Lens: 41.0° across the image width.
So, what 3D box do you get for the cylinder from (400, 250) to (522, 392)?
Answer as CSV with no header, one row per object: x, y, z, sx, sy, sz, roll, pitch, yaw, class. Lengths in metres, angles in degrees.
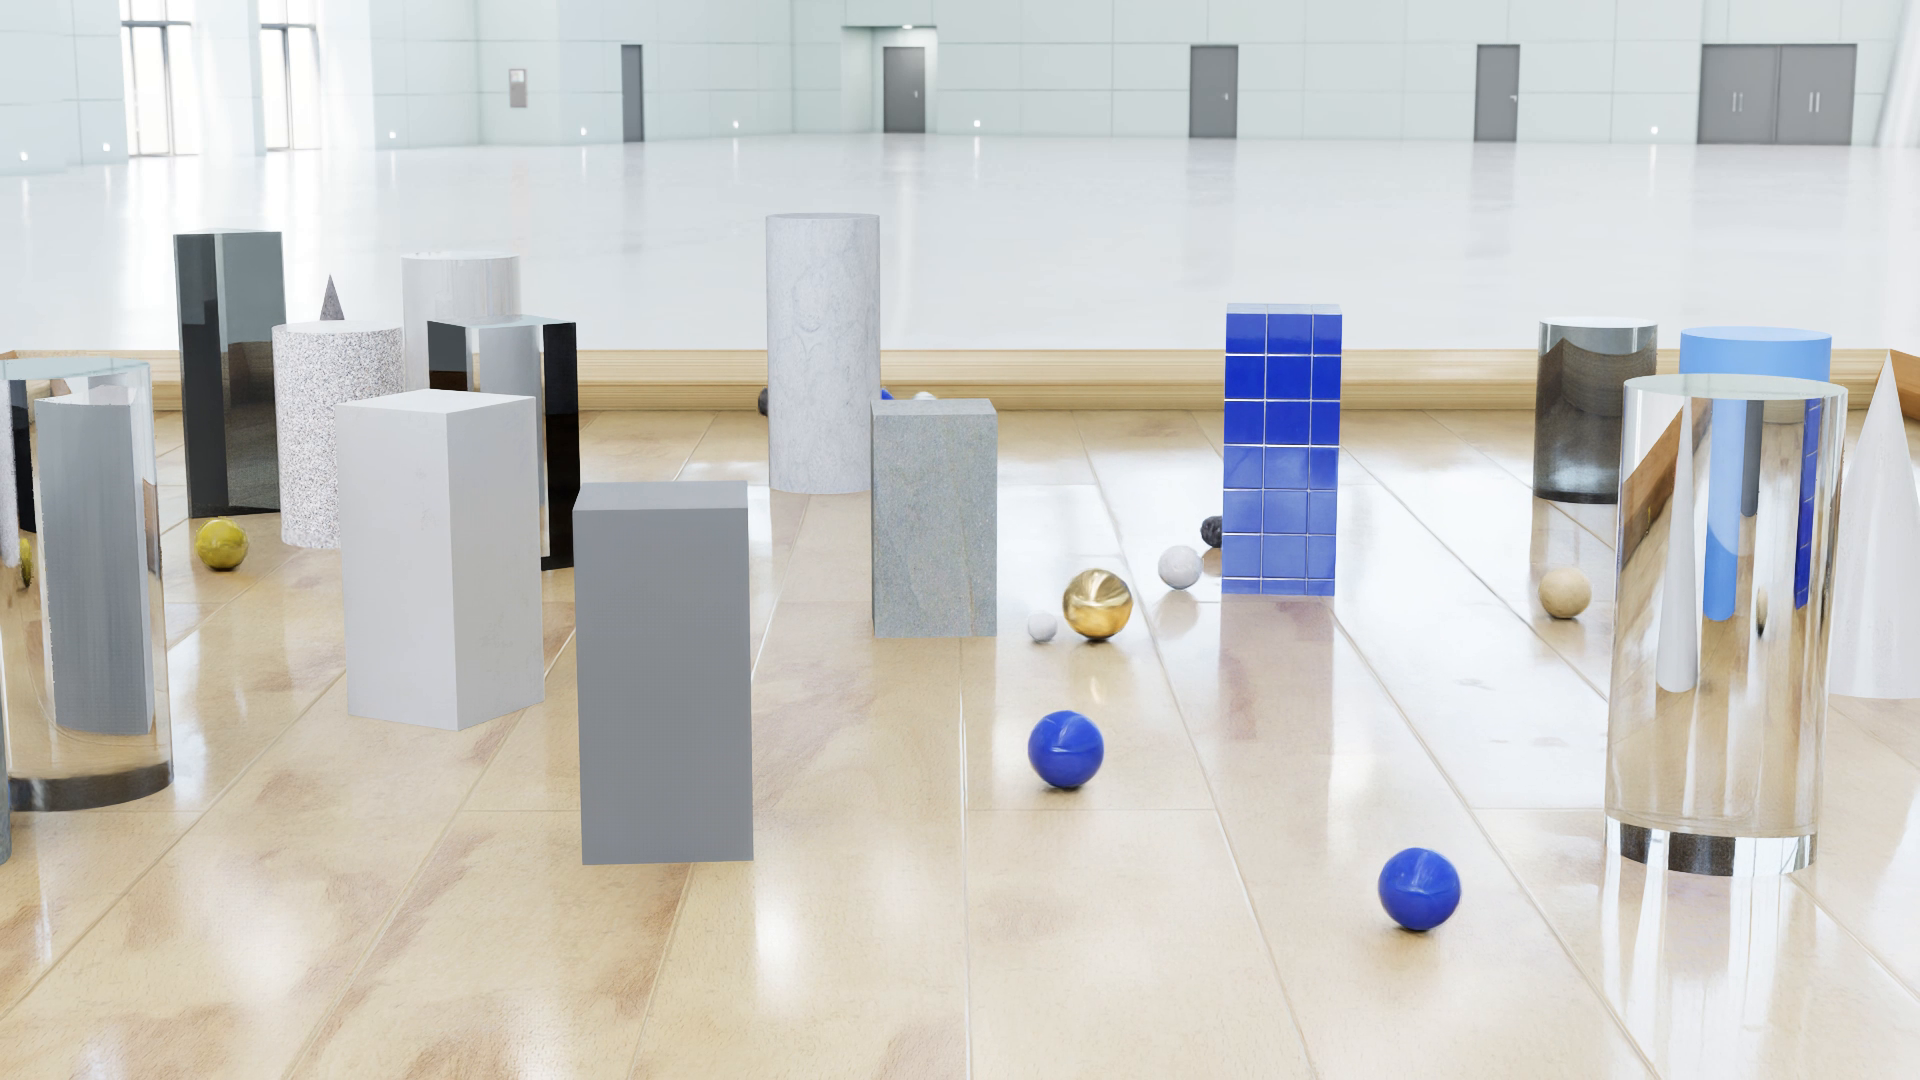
-0.832,-0.271,4.312,0.197,0.414,0.197,0,10,0,cylinder

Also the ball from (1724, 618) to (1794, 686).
0.948,0.133,3.043,0.080,0.080,0.080,0,10,0,ball

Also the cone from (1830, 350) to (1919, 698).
1.090,-0.029,3.046,0.197,0.398,0.197,0,10,0,cone

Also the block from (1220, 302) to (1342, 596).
0.451,-0.130,3.612,0.157,0.391,0.157,1,11,6,block

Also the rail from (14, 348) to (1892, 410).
-0.012,-0.339,5.455,4.001,0.128,0.045,0,10,0,rail

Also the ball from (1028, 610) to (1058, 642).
0.106,0.111,3.275,0.040,0.040,0.040,0,10,0,ball

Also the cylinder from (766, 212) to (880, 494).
-0.237,-0.328,4.466,0.197,0.469,0.197,0,10,0,cylinder

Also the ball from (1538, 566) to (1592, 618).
0.806,0.069,3.416,0.070,0.070,0.070,0,10,0,ball

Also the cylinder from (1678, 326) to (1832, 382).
1.081,-0.100,3.518,0.197,0.367,0.197,0,10,0,cylinder

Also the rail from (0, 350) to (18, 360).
-1.977,0.035,3.438,0.045,0.128,4.128,0,10,0,rail

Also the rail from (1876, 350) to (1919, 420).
1.977,0.031,3.460,0.045,0.128,4.128,0,10,0,rail

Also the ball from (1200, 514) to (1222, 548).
0.392,-0.014,3.918,0.050,0.050,0.050,0,10,0,ball

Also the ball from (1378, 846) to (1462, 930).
0.391,0.297,2.188,0.071,0.071,0.071,0,10,0,ball

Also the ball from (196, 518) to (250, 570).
-1.076,0.007,3.741,0.075,0.075,0.075,0,10,0,ball

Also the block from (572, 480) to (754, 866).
-0.276,0.121,2.418,0.157,0.332,0.157,-1,11,-5,block

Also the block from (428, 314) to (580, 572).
-0.666,-0.141,3.759,0.157,0.359,0.157,-8,13,-38,block

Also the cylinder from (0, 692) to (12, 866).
-0.981,0.116,2.339,0.197,0.370,0.197,0,10,0,cylinder

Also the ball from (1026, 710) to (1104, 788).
0.108,0.213,2.615,0.079,0.079,0.079,0,10,0,ball

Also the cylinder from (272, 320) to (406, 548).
-0.958,-0.167,3.980,0.197,0.329,0.197,0,10,0,cylinder

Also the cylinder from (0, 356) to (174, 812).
-0.908,0.040,2.591,0.197,0.429,0.197,0,10,0,cylinder

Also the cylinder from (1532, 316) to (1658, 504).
1.082,-0.223,4.373,0.197,0.297,0.197,0,10,0,cylinder

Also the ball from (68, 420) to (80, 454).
-1.688,-0.191,4.796,0.080,0.080,0.080,0,10,0,ball

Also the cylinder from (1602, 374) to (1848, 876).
0.709,0.074,2.388,0.197,0.436,0.197,0,10,0,cylinder

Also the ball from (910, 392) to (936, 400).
-0.074,-0.273,5.282,0.063,0.063,0.063,0,10,0,ball

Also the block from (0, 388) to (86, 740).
-1.100,0.023,2.859,0.157,0.365,0.157,3,11,14,block

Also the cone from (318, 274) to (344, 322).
-1.092,-0.282,4.482,0.197,0.373,0.197,0,10,0,cone

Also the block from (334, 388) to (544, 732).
-0.588,0.018,2.911,0.157,0.355,0.157,6,12,28,block

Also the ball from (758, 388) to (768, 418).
-0.387,-0.285,5.334,0.069,0.069,0.069,0,10,0,ball

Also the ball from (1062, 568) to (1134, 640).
0.176,0.082,3.288,0.092,0.092,0.092,0,10,0,ball

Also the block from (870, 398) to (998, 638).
-0.036,-0.031,3.357,0.157,0.289,0.157,-1,11,-3,block

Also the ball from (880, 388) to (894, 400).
-0.170,-0.266,5.182,0.086,0.086,0.086,0,10,0,ball

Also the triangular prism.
-1.208,-0.280,4.231,0.170,0.460,0.148,-5,12,-25,triangular prism

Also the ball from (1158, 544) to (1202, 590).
0.309,0.038,3.605,0.063,0.063,0.063,0,10,0,ball
